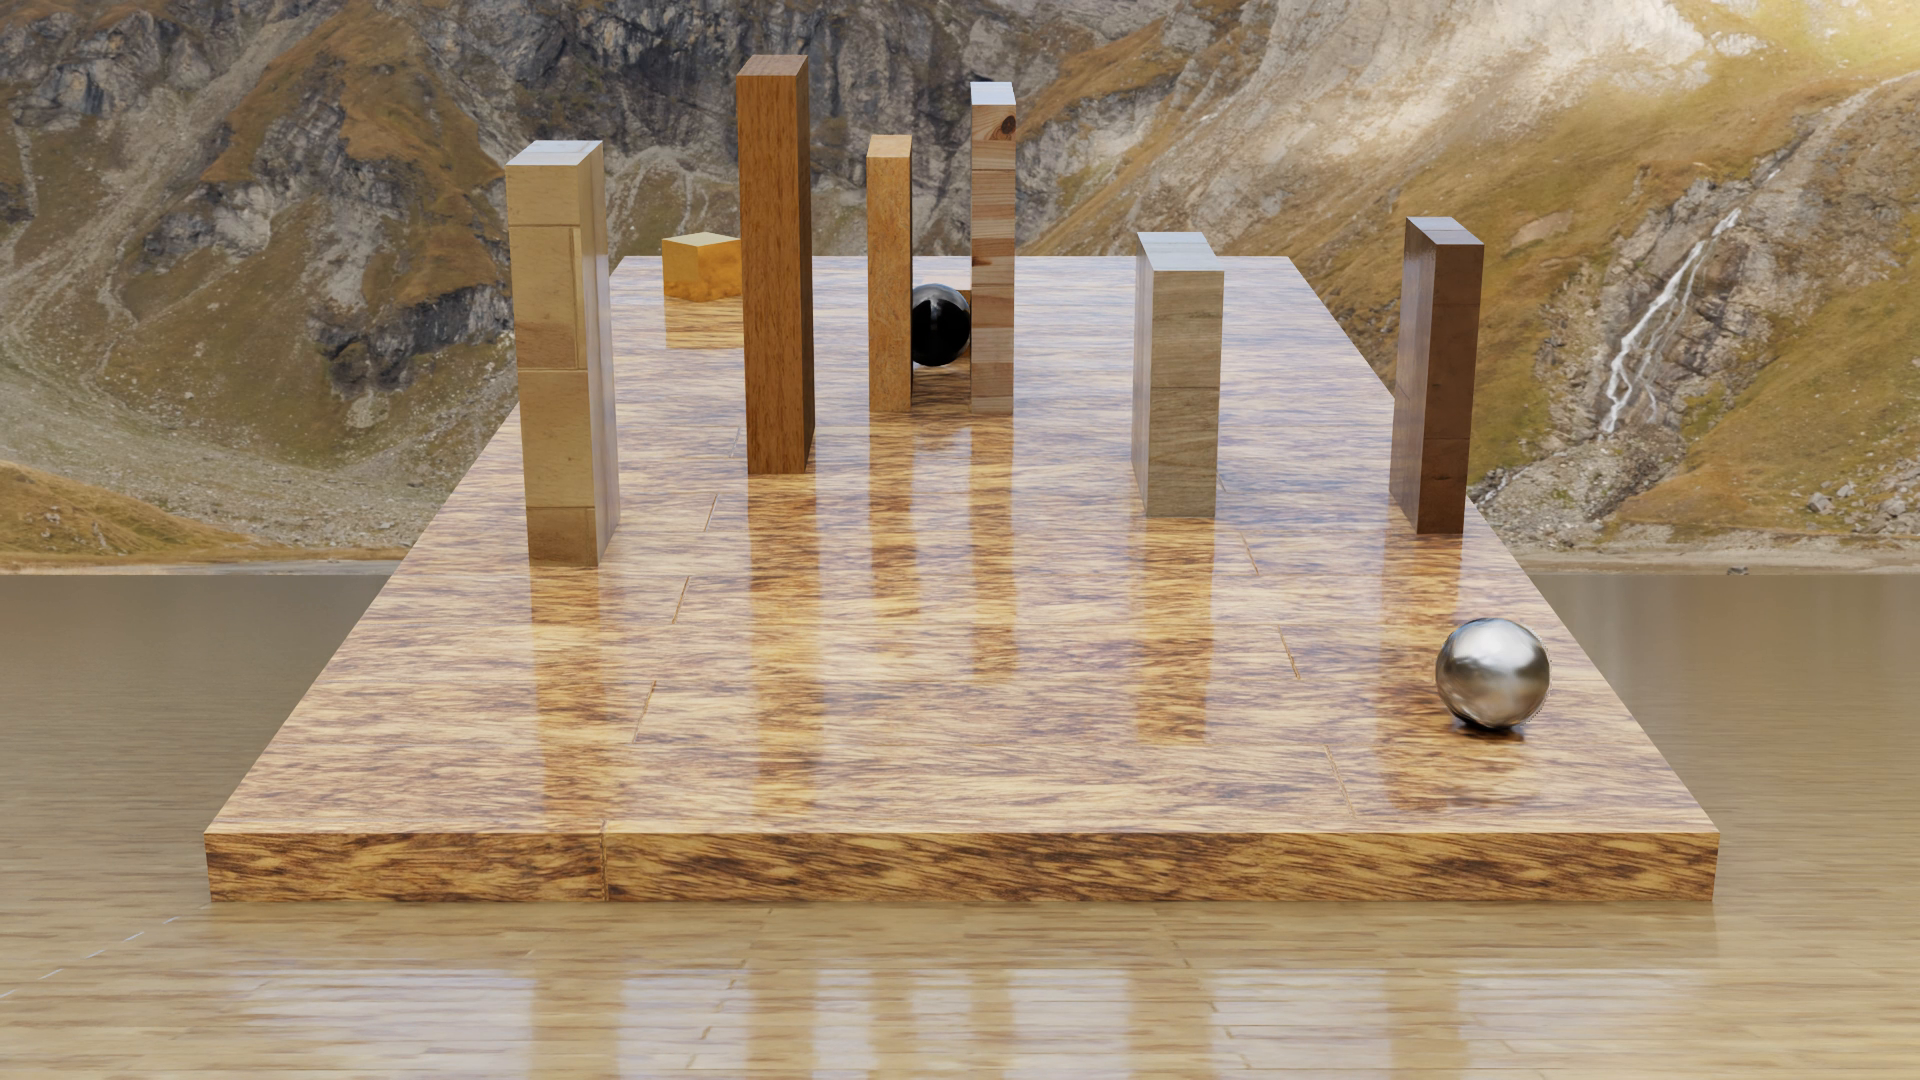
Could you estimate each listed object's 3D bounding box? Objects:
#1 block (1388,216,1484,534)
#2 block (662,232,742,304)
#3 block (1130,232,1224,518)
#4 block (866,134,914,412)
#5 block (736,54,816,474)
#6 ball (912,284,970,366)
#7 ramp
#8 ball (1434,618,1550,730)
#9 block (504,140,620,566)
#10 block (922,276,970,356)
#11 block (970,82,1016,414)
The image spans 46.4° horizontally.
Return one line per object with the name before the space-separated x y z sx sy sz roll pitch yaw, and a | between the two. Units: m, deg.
block | 0.894 -0.314 4.222 0.086 0.544 0.283 0 18 0
block | -0.712 -0.755 6.188 0.156 0.156 0.156 17 25 42
block | 0.420 -0.330 4.379 0.130 0.477 0.395 0 18 0
block | -0.157 -0.612 5.091 0.093 0.568 0.349 0 18 0
block | -0.373 -0.572 4.598 0.115 0.797 0.378 0 18 0
ball | -0.065 -0.519 5.399 0.200 0.200 0.200 0 -1 0
ramp | -0.004 -0.188 4.868 2.000 0.100 4.000 0 18 0
ball | 0.779 0.195 3.275 0.164 0.164 0.164 0 -1 0
block | -0.706 -0.337 4.012 0.122 0.713 0.289 0 18 0
block | -0.012 -0.559 5.577 0.165 0.165 0.165 1 18 4
block | 0.072 -0.670 5.083 0.094 0.683 0.414 0 18 0
